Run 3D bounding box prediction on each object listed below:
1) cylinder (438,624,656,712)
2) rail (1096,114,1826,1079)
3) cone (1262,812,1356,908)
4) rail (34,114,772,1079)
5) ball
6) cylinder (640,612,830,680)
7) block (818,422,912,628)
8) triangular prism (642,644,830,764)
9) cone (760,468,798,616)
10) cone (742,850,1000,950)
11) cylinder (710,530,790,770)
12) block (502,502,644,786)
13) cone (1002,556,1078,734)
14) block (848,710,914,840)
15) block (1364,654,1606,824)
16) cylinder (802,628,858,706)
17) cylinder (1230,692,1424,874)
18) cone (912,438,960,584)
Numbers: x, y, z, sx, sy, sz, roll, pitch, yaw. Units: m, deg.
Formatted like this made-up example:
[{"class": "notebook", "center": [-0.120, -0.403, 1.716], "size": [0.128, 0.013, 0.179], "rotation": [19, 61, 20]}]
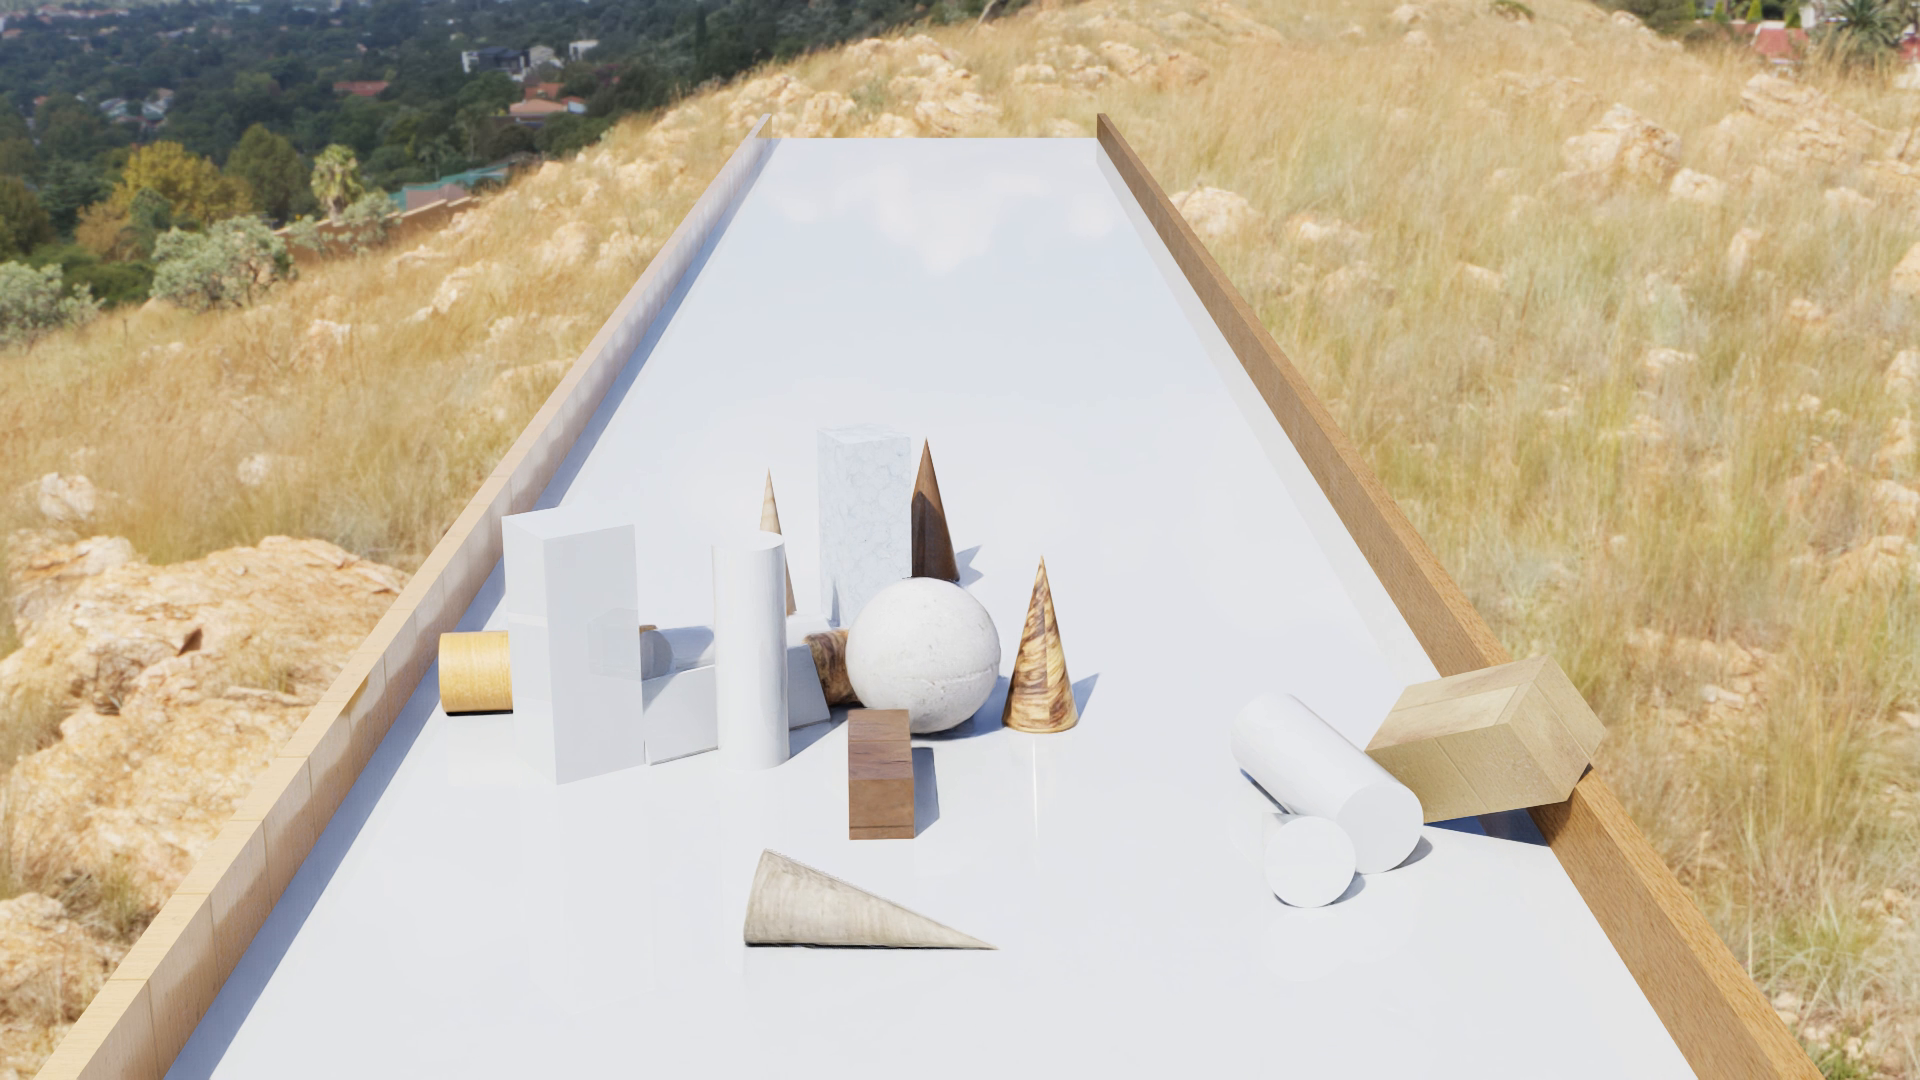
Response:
[{"class": "cylinder", "center": [-0.772, 0.242, 4.151], "size": [0.398, 0.150, 0.150], "rotation": [-2, 17, -7]}, {"class": "rail", "center": [0.932, -0.844, 7.801], "size": [0.050, 0.150, 12.000], "rotation": [0, 17, -1]}, {"class": "cone", "center": [0.520, 0.472, 3.516], "size": [0.141, 0.141, 0.359], "rotation": [-1, 5, -4]}, {"class": "rail", "center": [-1.118, -0.838, 7.780], "size": [0.050, 0.150, 12.000], "rotation": [0, 17, -1]}, {"class": "ball", "center": [-0.067, 0.211, 4.018], "size": [0.284, 0.284, 0.284], "rotation": [0, 17, 0]}, {"class": "cylinder", "center": [-0.426, 0.216, 4.167], "size": [0.125, 0.125, 0.410], "rotation": [14, 12, 40]}, {"class": "block", "center": [-0.200, -0.030, 4.621], "size": [0.147, 0.403, 0.147], "rotation": [-8, 18, -25]}, {"class": "triangular prism", "center": [-0.437, 0.287, 4.024], "size": [0.375, 0.129, 0.149], "rotation": [-12, 20, -34]}, {"class": "cone", "center": [-0.375, 0.046, 4.367], "size": [0.131, 0.401, 0.131], "rotation": [0, 17, 0]}, {"class": "cone", "center": [-0.120, 0.561, 3.222], "size": [0.372, 0.137, 0.137], "rotation": [12, 17, 3]}, {"class": "cylinder", "center": [-0.368, 0.194, 3.868], "size": [0.128, 0.403, 0.128], "rotation": [0, 17, 0]}, {"class": "block", "center": [-0.676, 0.178, 3.850], "size": [0.170, 0.443, 0.170], "rotation": [-11, 20, -33]}, {"class": "cone", "center": [0.149, 0.179, 4.053], "size": [0.145, 0.327, 0.145], "rotation": [0, 17, 0]}, {"class": "block", "center": [-0.136, 0.393, 3.720], "size": [0.106, 0.106, 0.314], "rotation": [-1, 17, -3]}, {"class": "block", "center": [0.844, 0.324, 3.545], "size": [0.308, 0.164, 0.164], "rotation": [-21, 22, 52]}, {"class": "cylinder", "center": [-0.140, 0.228, 4.217], "size": [0.301, 0.139, 0.139], "rotation": [-8, 18, -26]}, {"class": "cylinder", "center": [0.598, 0.394, 3.629], "size": [0.156, 0.156, 0.412], "rotation": [-5, 17, -15]}, {"class": "cone", "center": [-0.074, -0.073, 4.898], "size": [0.152, 0.327, 0.152], "rotation": [0, 17, 0]}]
